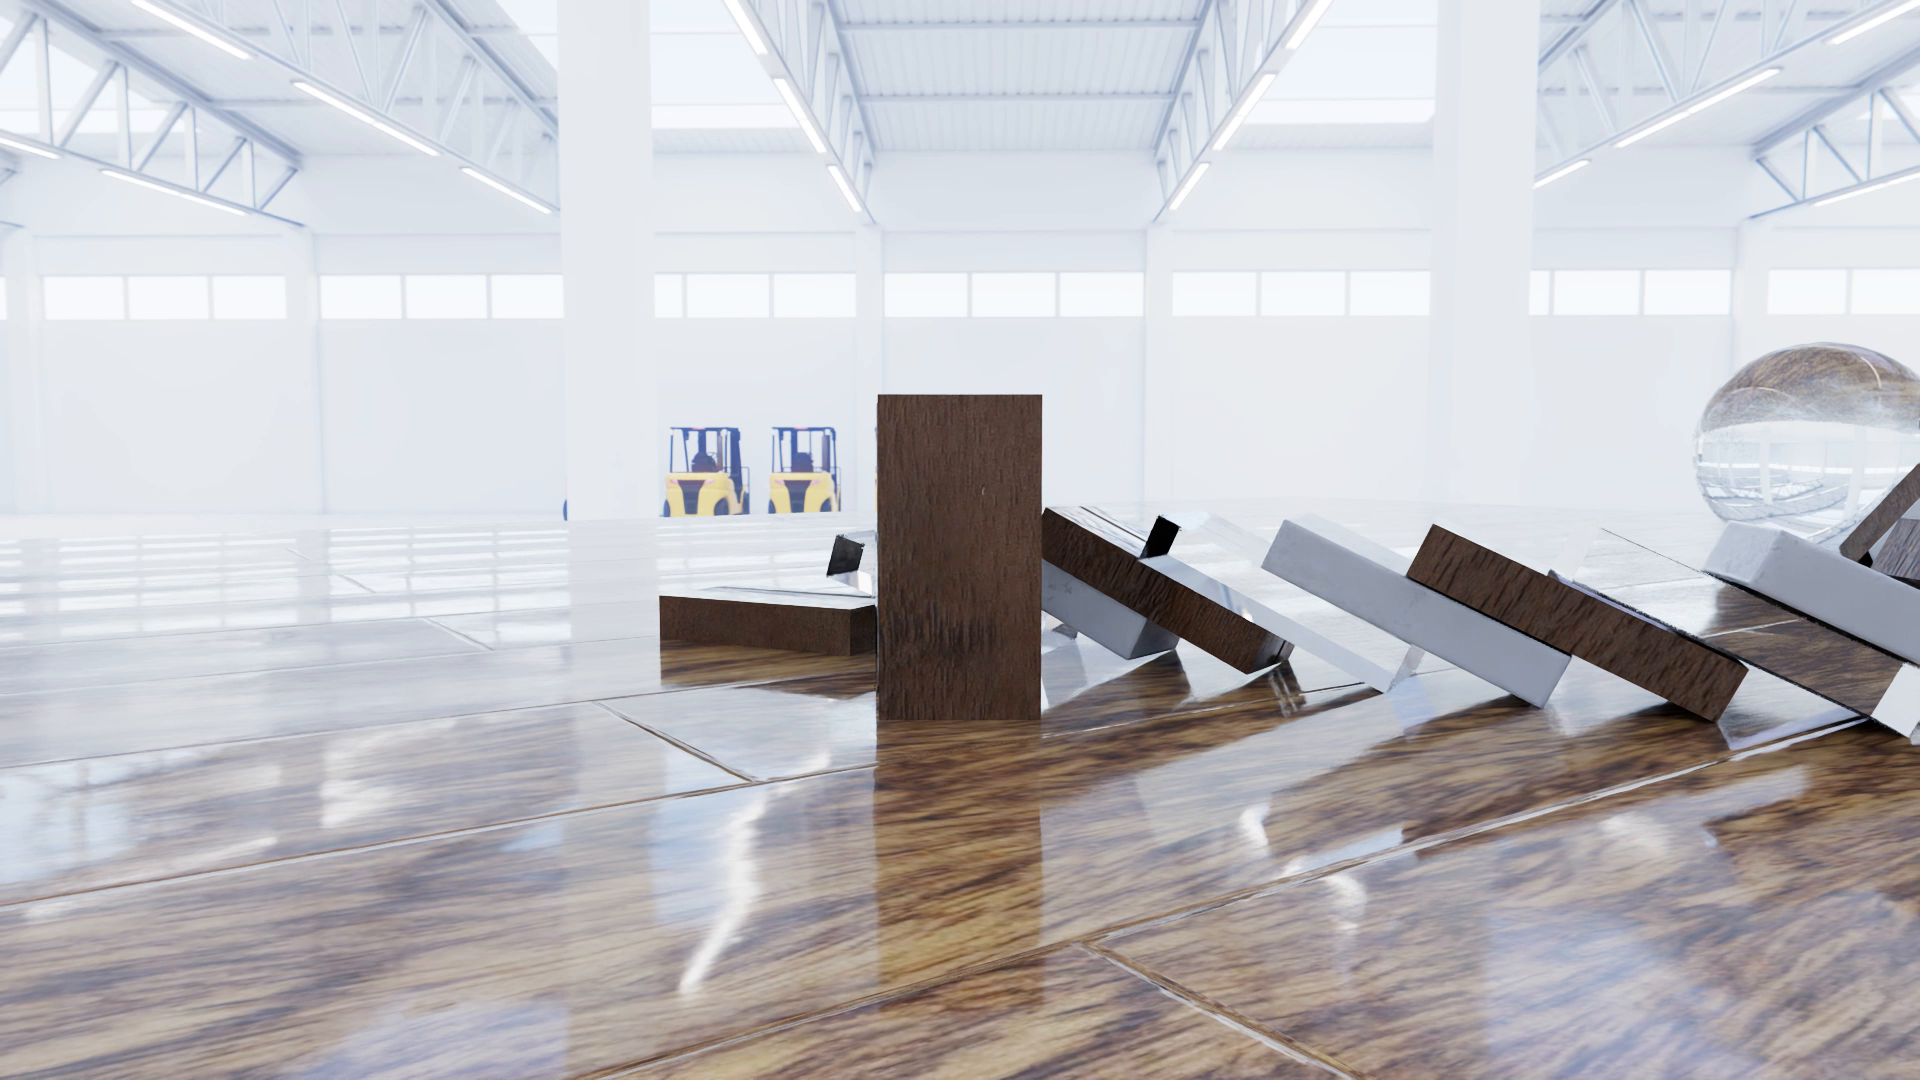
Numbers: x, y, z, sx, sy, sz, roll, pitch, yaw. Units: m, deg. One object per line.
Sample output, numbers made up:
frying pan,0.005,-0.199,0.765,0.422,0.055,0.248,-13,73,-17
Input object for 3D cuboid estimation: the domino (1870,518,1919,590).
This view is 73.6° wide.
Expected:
domino,0.166,0.013,0.187,0.050,0.009,0.025,27,7,3

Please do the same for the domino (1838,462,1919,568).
domino,0.311,-0.008,0.413,0.025,0.009,0.050,0,-35,2

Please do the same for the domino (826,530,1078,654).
domino,-0.001,0.010,0.276,0.050,0.010,0.025,20,12,22

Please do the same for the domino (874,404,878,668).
domino,-0.004,-0.001,0.247,0.025,0.050,0.009,0,4,1

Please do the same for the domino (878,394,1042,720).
domino,0.000,0.002,0.201,0.025,0.050,0.009,0,4,0

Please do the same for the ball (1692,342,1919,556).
ball,0.318,-0.033,0.476,0.080,0.080,0.080,0,4,0

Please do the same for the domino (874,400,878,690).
domino,-0.002,0.001,0.224,0.025,0.050,0.009,0,4,-6

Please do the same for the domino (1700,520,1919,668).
domino,0.143,0.013,0.195,0.050,0.009,0.025,27,11,12

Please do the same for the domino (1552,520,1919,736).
domino,0.122,0.013,0.204,0.050,0.009,0.025,27,12,15

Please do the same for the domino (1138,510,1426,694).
domino,0.061,0.010,0.239,0.050,0.009,0.025,30,18,25

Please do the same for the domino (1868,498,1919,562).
domino,0.310,-0.007,0.398,0.025,0.009,0.050,0,-35,2

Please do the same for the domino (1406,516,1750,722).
domino,0.101,0.012,0.214,0.050,0.009,0.025,28,14,18

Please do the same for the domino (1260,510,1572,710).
domino,0.080,0.011,0.224,0.050,0.009,0.025,28,15,20

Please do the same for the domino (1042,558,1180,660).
domino,0.021,0.007,0.266,0.050,0.009,0.025,30,16,27

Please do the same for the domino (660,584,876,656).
domino,-0.038,0.017,0.280,0.050,0.009,0.025,2,5,29

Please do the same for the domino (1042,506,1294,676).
domino,0.041,0.009,0.253,0.050,0.010,0.025,30,17,27
